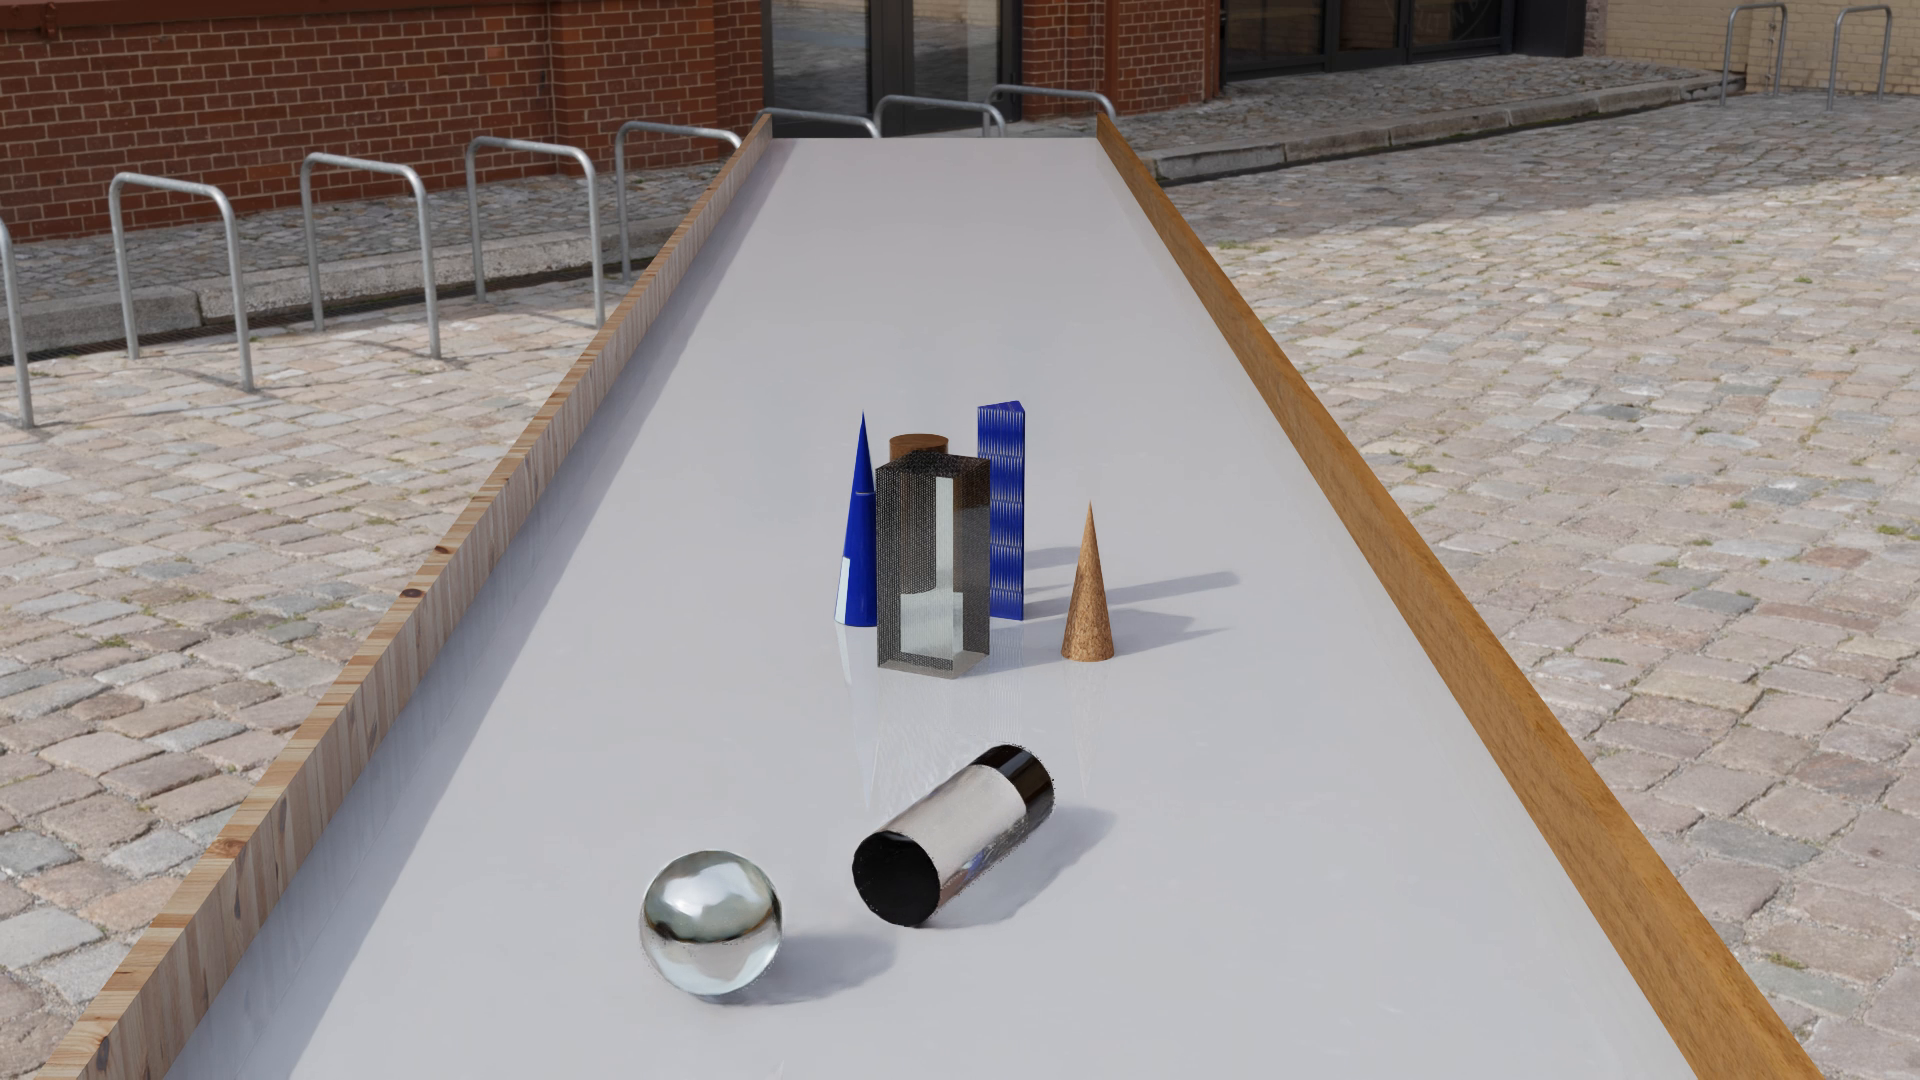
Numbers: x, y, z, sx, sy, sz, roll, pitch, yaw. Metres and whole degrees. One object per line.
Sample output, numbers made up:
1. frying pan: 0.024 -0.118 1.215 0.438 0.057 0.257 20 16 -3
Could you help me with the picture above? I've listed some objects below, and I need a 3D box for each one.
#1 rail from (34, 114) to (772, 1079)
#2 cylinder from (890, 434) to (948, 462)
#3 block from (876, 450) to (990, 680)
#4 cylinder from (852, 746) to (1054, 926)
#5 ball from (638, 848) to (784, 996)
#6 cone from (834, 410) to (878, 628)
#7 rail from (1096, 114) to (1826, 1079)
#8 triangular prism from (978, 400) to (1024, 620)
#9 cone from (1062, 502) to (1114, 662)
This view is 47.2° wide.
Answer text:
1. rail: -1.118 -0.838 7.780 0.050 0.150 12.000 0 17 -1
2. cylinder: -0.091 -0.068 4.900 0.132 0.317 0.132 0 17 0
3. block: -0.052 0.047 4.354 0.167 0.408 0.167 8 18 25
4. cylinder: -0.005 0.455 3.433 0.150 0.150 0.387 9 19 27
5. ball: -0.349 0.534 3.077 0.202 0.202 0.202 0 17 0
6. cone: -0.201 -0.054 4.611 0.136 0.455 0.136 0 17 0
7. rail: 0.932 -0.844 7.801 0.050 0.150 12.000 0 17 -1
8. triangular prism: 0.103 -0.064 4.649 0.106 0.453 0.091 7 18 23
9. cone: 0.259 0.073 4.410 0.108 0.325 0.108 0 17 0
